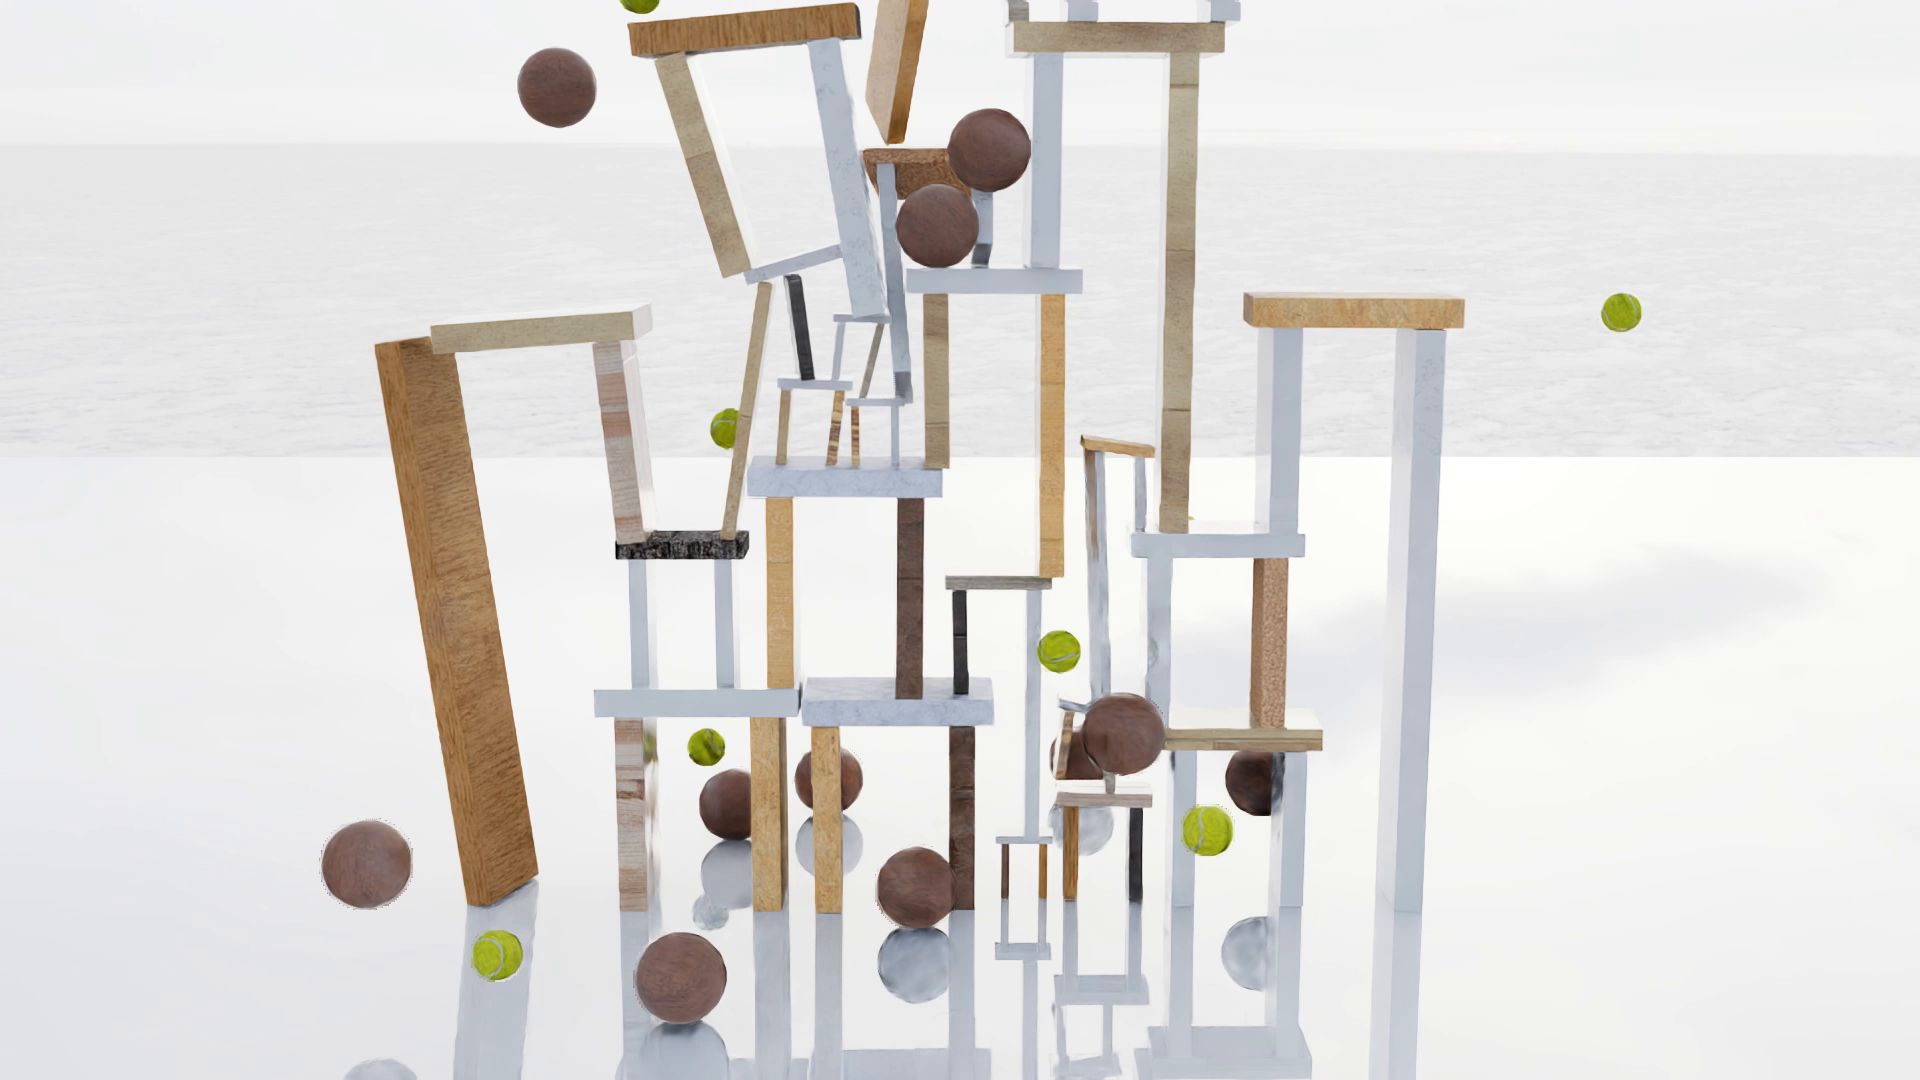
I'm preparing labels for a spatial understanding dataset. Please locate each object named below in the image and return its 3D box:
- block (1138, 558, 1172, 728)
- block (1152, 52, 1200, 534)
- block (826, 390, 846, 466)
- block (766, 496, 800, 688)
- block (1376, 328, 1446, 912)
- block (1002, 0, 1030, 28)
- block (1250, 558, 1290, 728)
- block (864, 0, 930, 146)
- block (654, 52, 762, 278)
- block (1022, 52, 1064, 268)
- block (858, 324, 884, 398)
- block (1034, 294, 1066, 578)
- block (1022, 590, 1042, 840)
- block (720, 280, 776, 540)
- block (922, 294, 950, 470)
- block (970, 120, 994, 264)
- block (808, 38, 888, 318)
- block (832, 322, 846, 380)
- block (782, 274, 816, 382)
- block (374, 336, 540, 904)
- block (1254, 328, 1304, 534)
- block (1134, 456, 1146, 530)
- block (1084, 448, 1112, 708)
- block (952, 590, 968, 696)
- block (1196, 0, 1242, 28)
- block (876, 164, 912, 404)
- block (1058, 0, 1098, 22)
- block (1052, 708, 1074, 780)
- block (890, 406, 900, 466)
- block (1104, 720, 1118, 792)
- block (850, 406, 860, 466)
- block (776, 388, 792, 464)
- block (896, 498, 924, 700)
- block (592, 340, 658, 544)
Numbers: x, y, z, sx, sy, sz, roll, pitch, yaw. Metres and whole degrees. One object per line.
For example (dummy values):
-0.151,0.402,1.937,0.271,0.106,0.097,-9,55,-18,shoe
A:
0.318,0.155,3.587,0.039,0.278,0.139,0,9,0,block
0.344,-0.392,3.513,0.046,0.746,0.163,1,9,1,block
-0.199,-0.184,3.528,0.017,0.119,0.059,7,11,-3,block
-0.287,0.071,3.575,0.044,0.308,0.154,0,11,0,block
0.732,0.125,3.581,0.046,0.946,0.163,0,11,0,block
0.085,-0.919,3.413,0.033,0.232,0.116,-2,9,-3,block
0.504,0.155,3.586,0.039,0.278,0.139,0,9,0,block
-0.101,-0.816,3.566,0.033,0.372,0.116,-12,58,-18,block
-0.392,-0.587,3.447,0.049,0.344,0.172,-16,10,3,block
0.129,-0.597,3.468,0.046,0.327,0.163,0,9,-3,block
-0.141,-0.289,3.510,0.013,0.119,0.045,14,9,-5,block
0.144,-0.173,3.536,0.039,0.450,0.138,0,10,-2,block
0.118,0.279,3.609,0.024,0.417,0.086,0,10,-1,block
-0.338,-0.208,3.518,0.023,0.412,0.080,9,10,-2,block
-0.039,-0.259,3.515,0.039,0.275,0.138,-1,10,-2,block
0.035,-0.554,3.509,0.029,0.204,0.102,1,-12,-4,block
-0.175,-0.568,3.448,0.049,0.422,0.172,-9,11,2,block
-0.193,-0.303,3.502,0.013,0.091,0.045,6,11,-3,block
-0.255,-0.337,3.478,0.023,0.159,0.080,-9,15,-8,block
-0.824,0.129,3.619,0.045,0.927,0.160,-5,8,19,block
0.511,-0.183,3.535,0.046,0.327,0.163,0,9,-1,block
0.290,-0.079,3.549,0.016,0.115,0.058,-1,9,1,block
0.224,0.061,3.578,0.016,0.422,0.058,-6,12,-16,block
0.000,0.158,3.587,0.024,0.173,0.086,-1,10,-1,block
0.404,-0.968,3.414,0.047,0.329,0.165,0,9,-1,block
-0.108,-0.424,3.625,0.029,0.411,0.102,-4,-28,-2,block
0.183,-0.967,3.409,0.047,0.329,0.165,-1,9,-2,block
0.170,0.333,3.623,0.016,0.115,0.058,7,8,-3,block
-0.104,-0.169,3.525,0.013,0.094,0.047,-1,10,0,block
0.249,0.352,3.630,0.016,0.115,0.058,2,9,0,block
-0.167,-0.169,3.523,0.013,0.094,0.047,-1,10,-1,block
-0.282,-0.185,3.526,0.017,0.119,0.059,5,12,-2,block
-0.081,0.081,3.578,0.044,0.328,0.154,0,10,-1,block
-0.536,-0.166,3.529,0.045,0.320,0.160,-5,11,1,block
